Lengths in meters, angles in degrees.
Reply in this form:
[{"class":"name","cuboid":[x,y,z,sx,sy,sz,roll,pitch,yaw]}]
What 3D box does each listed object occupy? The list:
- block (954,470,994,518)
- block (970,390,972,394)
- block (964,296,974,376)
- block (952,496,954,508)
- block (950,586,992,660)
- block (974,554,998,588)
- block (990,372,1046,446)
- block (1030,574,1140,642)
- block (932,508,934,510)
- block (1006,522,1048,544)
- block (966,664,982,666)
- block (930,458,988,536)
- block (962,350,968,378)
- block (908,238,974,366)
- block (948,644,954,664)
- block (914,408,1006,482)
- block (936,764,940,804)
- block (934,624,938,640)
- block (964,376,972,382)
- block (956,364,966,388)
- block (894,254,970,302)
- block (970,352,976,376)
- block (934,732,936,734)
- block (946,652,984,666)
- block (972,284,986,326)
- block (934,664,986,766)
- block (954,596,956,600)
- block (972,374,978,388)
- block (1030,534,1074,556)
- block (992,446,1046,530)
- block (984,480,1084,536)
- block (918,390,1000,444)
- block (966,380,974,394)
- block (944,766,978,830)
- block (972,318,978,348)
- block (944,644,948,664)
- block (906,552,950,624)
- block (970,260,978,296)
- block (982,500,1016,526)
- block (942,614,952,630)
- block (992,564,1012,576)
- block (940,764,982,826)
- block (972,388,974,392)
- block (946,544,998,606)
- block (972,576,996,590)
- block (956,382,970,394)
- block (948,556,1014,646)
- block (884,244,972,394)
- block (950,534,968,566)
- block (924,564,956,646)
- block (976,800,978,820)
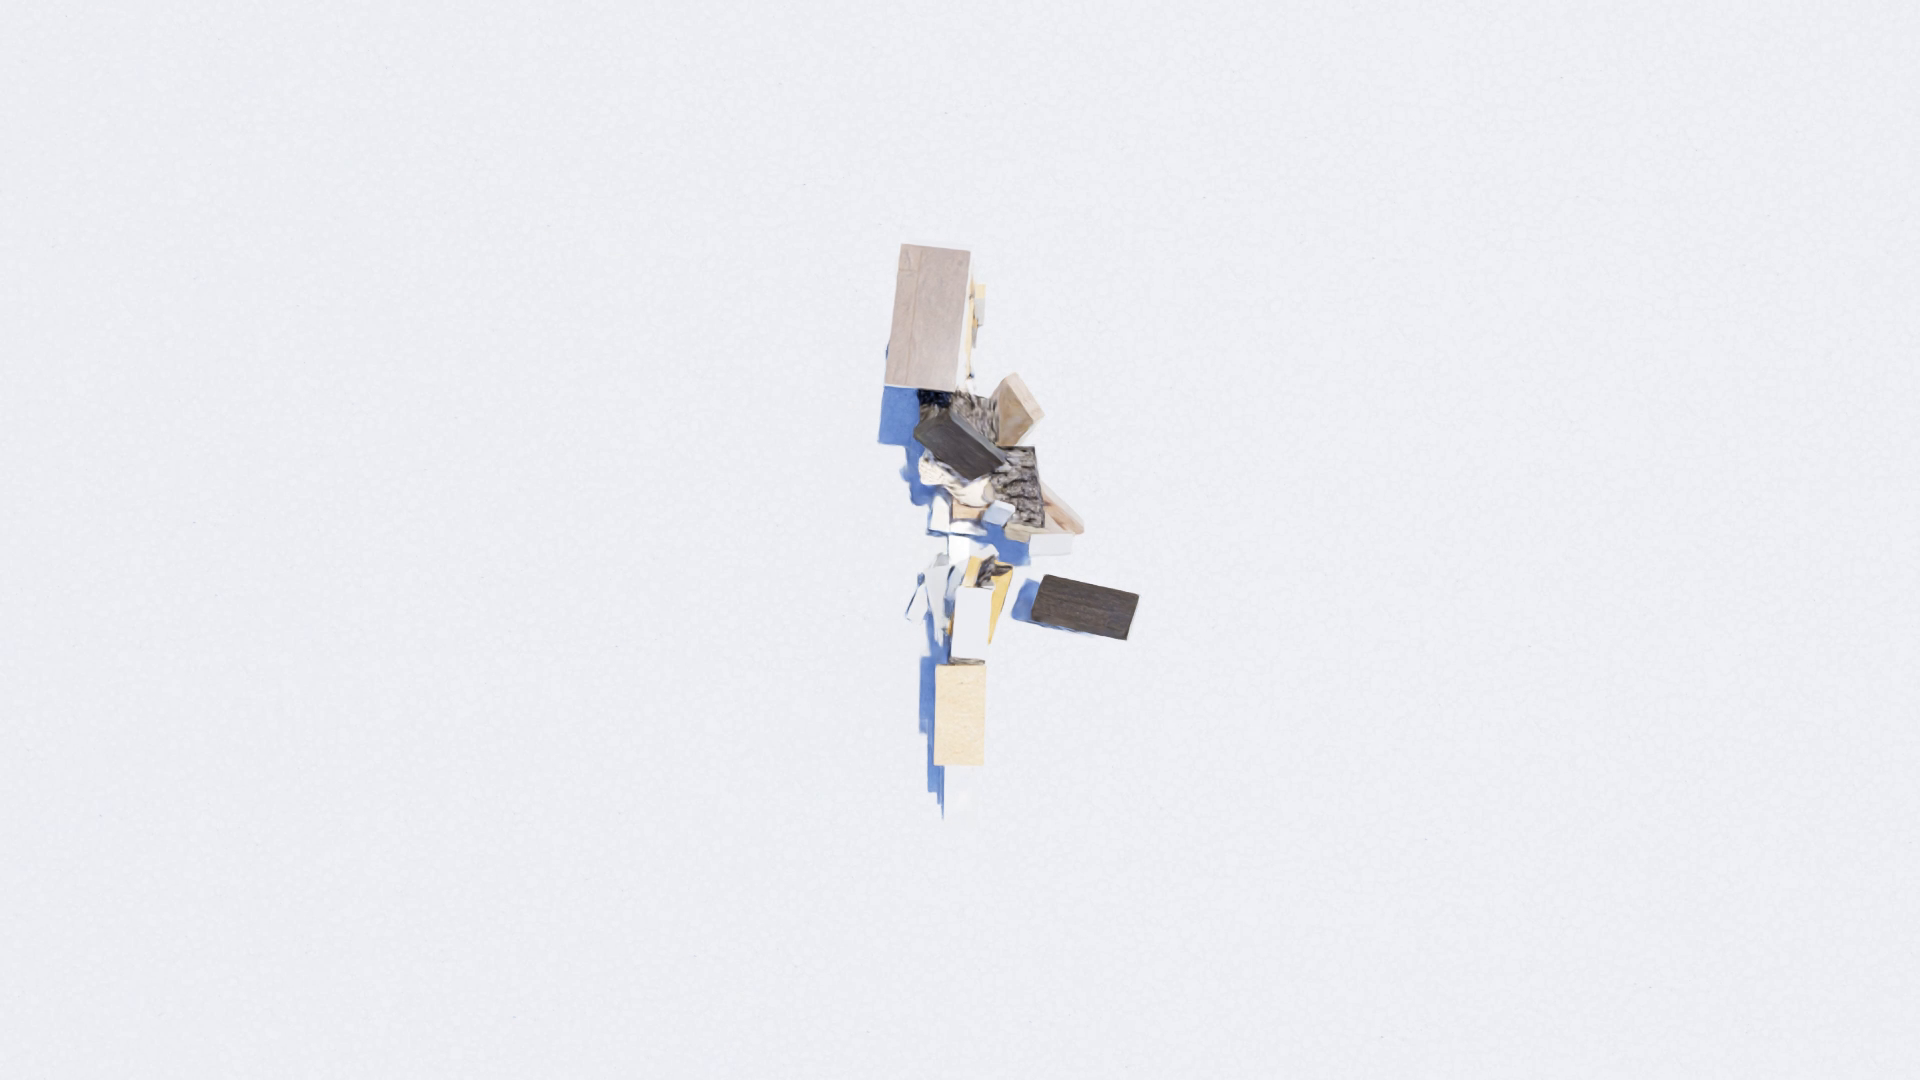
[{"class":"block","cuboid":[0.040,-0.185,4.842,0.121,0.034,0.241,0,90,-2]},{"class":"block","cuboid":[0.005,-0.422,4.869,0.056,0.112,0.016,-7,85,0]},{"class":"block","cuboid":[-0.040,-0.644,4.919,0.152,0.043,0.304,3,90,2]},{"class":"block","cuboid":[0.038,-0.116,4.981,0.121,0.241,0.034,-3,91,-2]},{"class":"block","cuboid":[0.030,0.215,4.280,0.091,0.026,0.182,5,92,-1]},{"class":"block","cuboid":[0.069,0.086,4.413,0.014,0.098,0.049,37,133,-19]},{"class":"block","cuboid":[0.124,-0.330,4.647,0.042,0.368,0.148,-31,82,-24]},{"class":"block","cuboid":[0.372,0.200,4.894,0.295,0.042,0.148,12,53,13]},{"class":"block","cuboid":[0.000,-0.082,5.326,0.173,0.346,0.049,0,92,0]},{"class":"block","cuboid":[0.184,-0.015,4.538,0.116,0.058,0.016,11,58,9]},{"class":"block","cuboid":[0.000,0.375,4.650,0.133,0.399,0.038,1,88,0]},{"class":"block","cuboid":[0.016,-0.195,5.128,0.173,0.049,0.346,7,90,0]},{"class":"block","cuboid":[-0.073,-0.514,4.719,0.180,0.359,0.051,5,90,2]},{"class":"block","cuboid":[-0.068,-0.633,4.513,0.180,0.051,0.359,6,90,2]},{"class":"block","cuboid":[0.004,0.367,4.862,0.083,0.023,0.166,0,91,0]},{"class":"block","cuboid":[0.000,-0.247,4.321,0.121,0.241,0.034,-25,48,29]},{"class":"block","cuboid":[-0.003,0.654,4.930,0.134,0.038,0.267,0,90,0]},{"class":"block","cuboid":[0.000,0.226,5.081,0.153,0.564,0.043,-2,99,0]},{"class":"block","cuboid":[-0.022,-0.598,5.259,0.111,0.031,0.222,-3,91,2]},{"class":"block","cuboid":[-0.083,-0.442,4.313,0.175,0.351,0.050,10,94,2]},{"class":"block","cuboid":[-0.069,-0.681,4.312,0.176,0.351,0.050,7,90,2]},{"class":"block","cuboid":[-0.030,-0.543,5.092,0.152,0.304,0.043,-1,91,2]},{"class":"block","cuboid":[-0.002,0.530,4.583,0.133,0.266,0.038,0,101,0]},{"class":"block","cuboid":[0.013,0.329,4.572,0.091,0.555,0.026,4,86,-1]},{"class":"block","cuboid":[0.002,-0.742,5.221,0.152,0.558,0.043,1,89,0]},{"class":"block","cuboid":[0.001,0.470,4.430,0.133,0.038,0.266,2,89,0]},{"class":"block","cuboid":[0.035,0.153,4.385,0.091,0.182,0.026,6,86,2]},{"class":"block","cuboid":[-0.002,-0.521,5.387,0.111,0.222,0.031,2,91,2]},{"class":"block","cuboid":[0.247,0.013,4.456,0.116,0.016,0.058,-2,61,16]},{"class":"block","cuboid":[0.158,-0.141,4.509,0.121,0.034,0.241,1,119,20]},{"class":"block","cuboid":[0.213,-0.089,4.656,0.148,0.295,0.042,-17,52,29]},{"class":"block","cuboid":[-0.003,-0.341,4.468,0.241,0.034,0.121,10,68,-34]},{"class":"block","cuboid":[0.005,-0.395,4.936,0.078,0.022,0.156,-6,89,0]},{"class":"block","cuboid":[0.002,0.694,4.457,0.088,0.025,0.176,1,90,0]},{"class":"block","cuboid":[0.001,-0.676,5.388,0.111,0.222,0.031,4,80,0]},{"class":"block","cuboid":[0.004,0.342,5.267,0.109,0.031,0.218,0,90,0]},{"class":"block","cuboid":[-0.096,0.147,5.187,0.043,0.305,0.153,29,104,-2]},{"class":"block","cuboid":[-0.045,-0.756,4.717,0.180,0.359,0.051,6,90,2]},{"class":"block","cuboid":[0.104,-0.073,4.427,0.058,0.116,0.016,17,68,-9]},{"class":"block","cuboid":[0.024,0.229,4.611,0.122,0.245,0.035,-7,93,-6]},{"class":"block","cuboid":[0.103,0.082,4.475,0.049,0.098,0.014,1,78,-17]},{"class":"block","cuboid":[0.003,0.688,4.663,0.116,0.033,0.232,0,90,0]},{"class":"block","cuboid":[-0.001,-0.449,5.168,0.078,0.439,0.022,0,91,0]},{"class":"block","cuboid":[0.034,0.102,4.710,0.122,0.245,0.035,-29,73,-19]},{"class":"block","cuboid":[0.065,0.118,4.466,0.049,0.098,0.014,-3,104,-6]},{"class":"block","cuboid":[0.013,-0.402,4.804,0.056,0.016,0.113,-27,89,-1]},{"class":"block","cuboid":[0.058,0.163,4.503,0.122,0.035,0.245,14,56,7]},{"class":"block","cuboid":[-0.079,-0.552,4.111,0.176,0.050,0.351,7,90,2]},{"class":"block","cuboid":[-0.003,0.041,5.366,0.063,0.018,0.125,0,90,0]},{"class":"block","cuboid":[-0.008,0.185,4.843,0.153,0.305,0.043,-7,128,-7]},{"class":"block","cuboid":[0.003,0.724,4.558,0.088,0.176,0.025,0,105,0]}]
